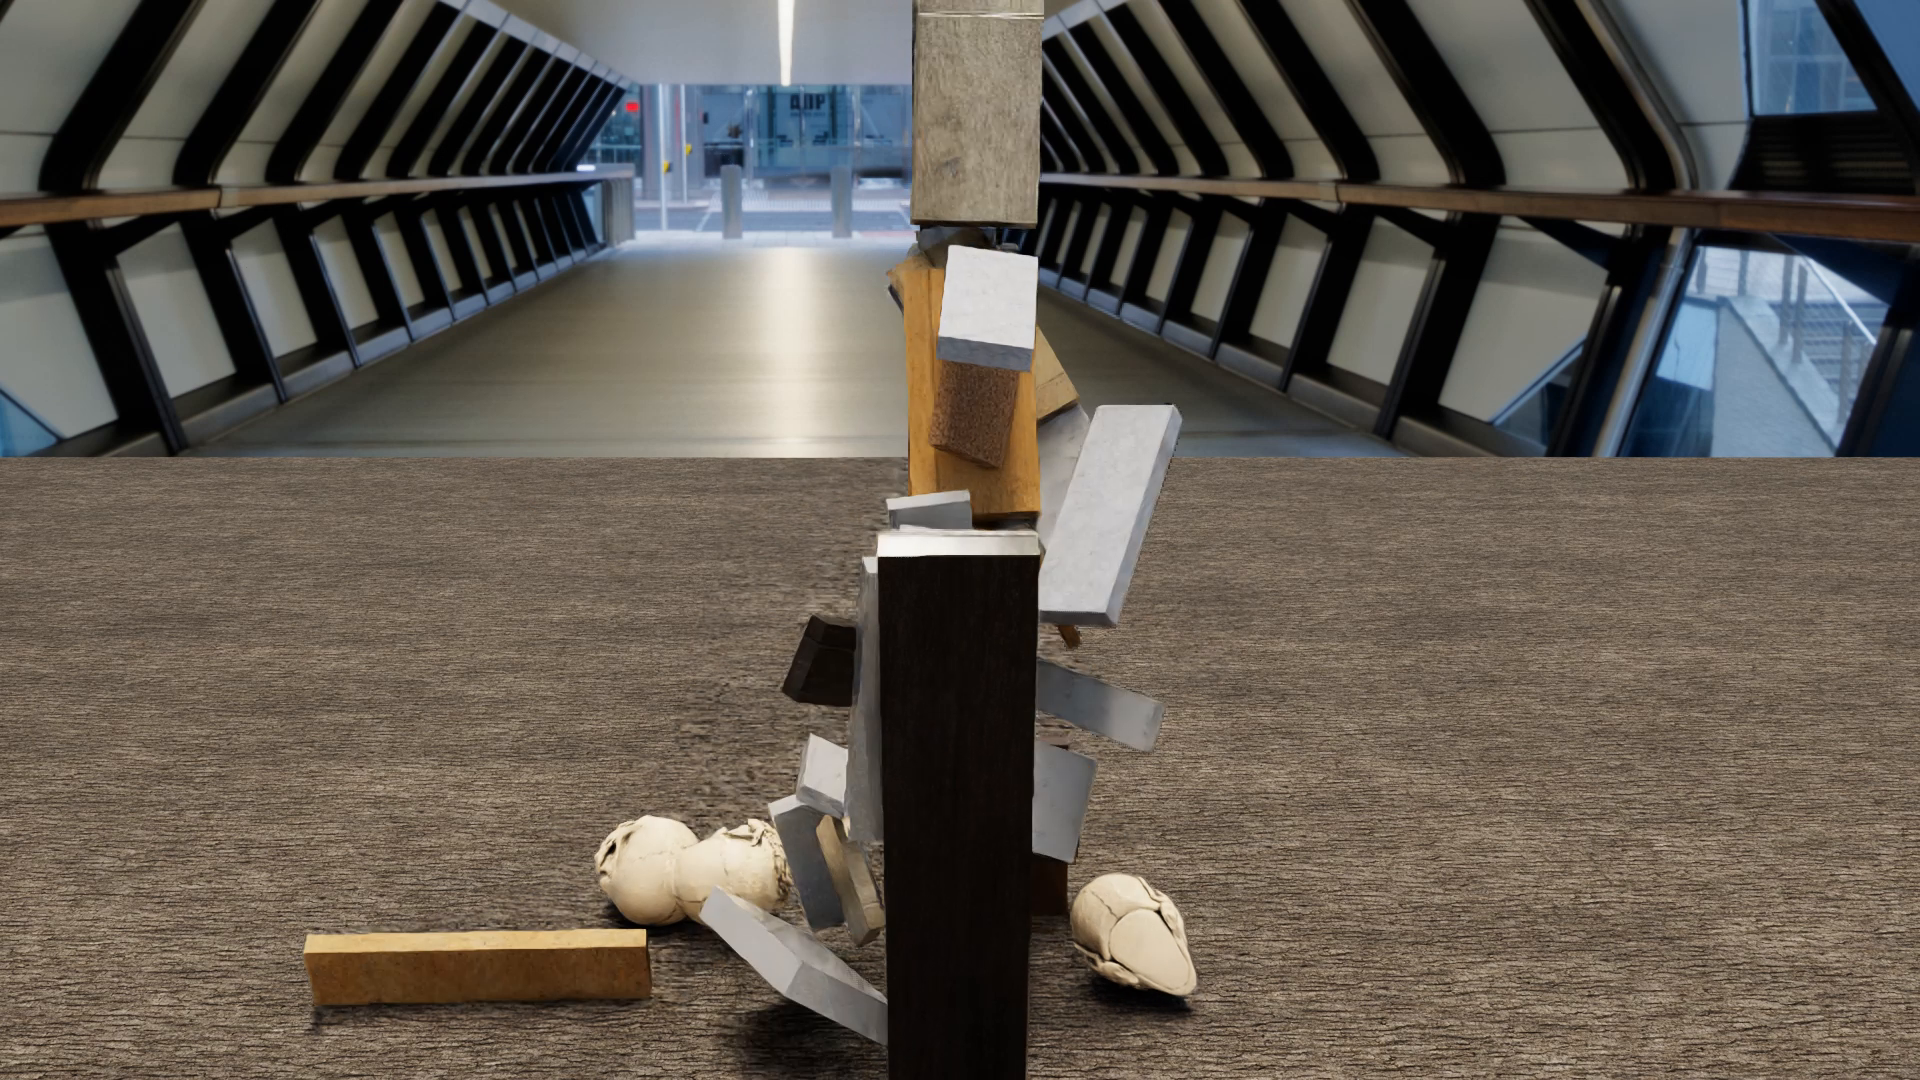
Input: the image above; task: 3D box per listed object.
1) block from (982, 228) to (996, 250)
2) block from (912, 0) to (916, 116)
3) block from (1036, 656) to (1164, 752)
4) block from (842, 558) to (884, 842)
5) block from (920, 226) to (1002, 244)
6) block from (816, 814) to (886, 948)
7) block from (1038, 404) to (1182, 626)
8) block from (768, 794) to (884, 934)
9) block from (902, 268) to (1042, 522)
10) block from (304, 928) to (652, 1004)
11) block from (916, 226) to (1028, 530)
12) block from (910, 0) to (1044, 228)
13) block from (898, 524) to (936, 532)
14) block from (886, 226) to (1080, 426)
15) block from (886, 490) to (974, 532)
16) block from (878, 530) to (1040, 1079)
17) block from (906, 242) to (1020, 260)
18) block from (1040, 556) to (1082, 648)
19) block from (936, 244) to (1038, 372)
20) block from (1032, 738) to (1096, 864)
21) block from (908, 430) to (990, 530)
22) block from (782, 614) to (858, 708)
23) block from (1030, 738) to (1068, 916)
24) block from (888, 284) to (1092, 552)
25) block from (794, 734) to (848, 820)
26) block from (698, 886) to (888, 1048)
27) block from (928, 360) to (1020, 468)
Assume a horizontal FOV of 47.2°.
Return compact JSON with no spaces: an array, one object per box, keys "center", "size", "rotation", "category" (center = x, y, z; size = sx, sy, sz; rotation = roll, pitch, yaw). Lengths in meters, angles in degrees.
[{"center":[0.014,-0.497,3.401],"size":[0.081,0.023,0.163],"rotation":[2,34,-1],"category":"block"},{"center":[0.018,-0.677,3.278],"size":[0.179,0.364,0.051],"rotation":[1,36,0],"category":"block"},{"center":[0.138,0.216,3.164],"size":[0.374,0.071,0.020],"rotation":[18,4,43],"category":"block"},{"center":[-0.039,0.193,2.624],"size":[0.175,0.349,0.049],"rotation":[1,21,-11],"category":"block"},{"center":[0.001,-0.611,3.552],"size":[0.132,0.264,0.037],"rotation":[-1,10,-2],"category":"block"},{"center":[-0.154,0.473,3.091],"size":[0.025,0.178,0.089],"rotation":[-12,-21,-23],"category":"block"},{"center":[0.200,-0.038,3.009],"size":[0.120,0.343,0.034],"rotation":[1,-34,32],"category":"block"},{"center":[-0.203,0.480,3.344],"size":[0.117,0.234,0.033],"rotation":[-20,31,-9],"category":"block"},{"center":[0.017,-0.207,3.118],"size":[0.179,0.358,0.051],"rotation":[-3,-11,4],"category":"block"},{"center":[-0.695,0.619,3.189],"size":[0.484,0.117,0.033],"rotation":[-1,40,-3],"category":"block"},{"center":[0.030,-0.244,3.250],"size":[0.081,0.473,0.023],"rotation":[-14,-12,1],"category":"block"},{"center":[0.024,-0.626,3.111],"size":[0.179,0.358,0.051],"rotation":[2,-1,0],"category":"block"},{"center":[-0.028,0.065,2.725],"size":[0.106,0.030,0.212],"rotation":[7,39,-5],"category":"block"},{"center":[0.033,-0.293,3.181],"size":[0.151,0.302,0.043],"rotation":[-29,-12,-2],"category":"block"},{"center":[-0.031,0.041,2.865],"size":[0.106,0.211,0.030],"rotation":[-7,28,-2],"category":"block"},{"center":[-0.003,0.367,2.629],"size":[0.175,0.866,0.049],"rotation":[0,33,0],"category":"block"},{"center":[0.007,-0.438,3.474],"size":[0.170,0.048,0.339],"rotation":[0,10,1],"category":"block"},{"center":[0.134,0.083,3.206],"size":[0.020,0.141,0.071],"rotation":[-25,21,0],"category":"block"},{"center":[0.037,-0.302,2.839],"size":[0.120,0.034,0.239],"rotation":[8,36,-2],"category":"block"},{"center":[0.066,0.347,3.074],"size":[0.043,0.151,0.302],"rotation":[4,-14,43],"category":"block"},{"center":[0.005,-0.185,3.406],"size":[0.170,0.424,0.048],"rotation":[0,11,1],"category":"block"},{"center":[-0.126,0.160,2.796],"size":[0.030,0.106,0.212],"rotation":[29,11,39],"category":"block"},{"center":[0.102,0.464,3.562],"size":[0.144,0.287,0.041],"rotation":[0,10,1],"category":"block"},{"center":[0.075,-0.212,3.206],"size":[0.151,0.460,0.043],"rotation":[-31,-12,-2],"category":"block"},{"center":[-0.182,0.337,3.111],"size":[0.089,0.025,0.178],"rotation":[26,16,-8],"category":"block"},{"center":[-0.222,0.581,3.017],"size":[0.175,0.049,0.349],"rotation":[33,-6,-26],"category":"block"},{"center":[0.028,-0.230,3.036],"size":[0.034,0.239,0.120],"rotation":[1,-14,42],"category":"block"}]
